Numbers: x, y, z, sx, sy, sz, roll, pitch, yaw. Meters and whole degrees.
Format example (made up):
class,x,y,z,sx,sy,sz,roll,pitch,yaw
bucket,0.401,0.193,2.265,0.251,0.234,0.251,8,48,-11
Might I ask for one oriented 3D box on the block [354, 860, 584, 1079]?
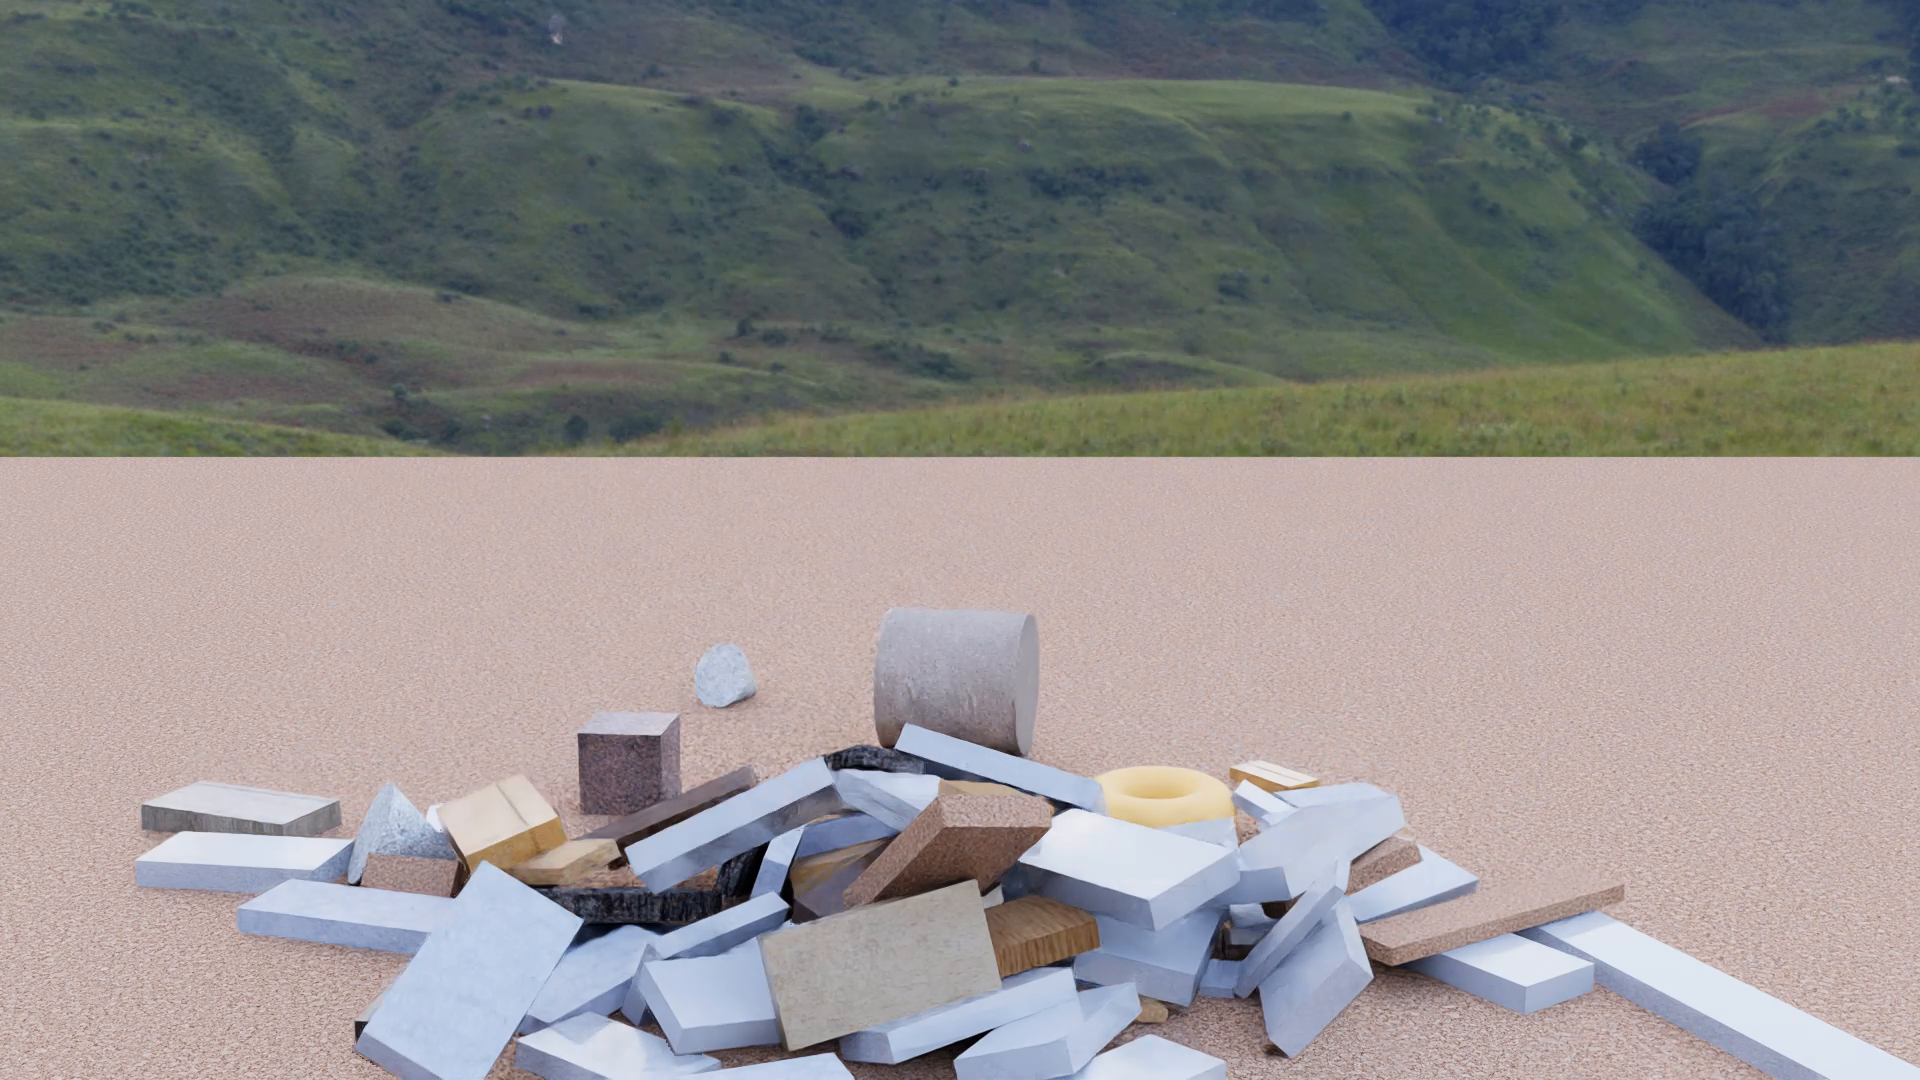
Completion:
class,x,y,z,sx,sy,sz,roll,pitch,yaw
block,-0.654,0.594,2.954,0.164,0.046,0.328,32,39,-2

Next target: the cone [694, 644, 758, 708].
class,x,y,z,sx,sy,sz,roll,pitch,yaw
cone,-0.493,0.322,4.934,0.147,0.147,0.147,7,-14,33

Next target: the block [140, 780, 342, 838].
class,x,y,z,sx,sy,sz,roll,pitch,yaw
block,-1.315,0.501,4.025,0.320,0.045,0.160,4,11,22

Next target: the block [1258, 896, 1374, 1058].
class,x,y,z,sx,sy,sz,roll,pitch,yaw
block,0.502,0.609,3.155,0.045,0.160,0.320,42,10,-4

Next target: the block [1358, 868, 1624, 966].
class,x,y,z,sx,sy,sz,roll,pitch,yaw
block,0.820,0.580,3.409,0.517,0.028,0.098,-7,12,-34

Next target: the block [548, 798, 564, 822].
class,x,y,z,sx,sy,sz,roll,pitch,yaw
block,-0.765,0.491,3.782,0.163,0.023,0.081,-19,7,-6

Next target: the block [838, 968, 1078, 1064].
class,x,y,z,sx,sy,sz,roll,pitch,yaw
block,-0.003,0.652,3.026,0.299,0.042,0.149,-12,-3,-31

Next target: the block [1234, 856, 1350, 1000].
class,x,y,z,sx,sy,sz,roll,pitch,yaw
block,0.479,0.561,3.176,0.020,0.254,0.070,33,31,-3

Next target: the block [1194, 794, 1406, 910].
class,x,y,z,sx,sy,sz,roll,pitch,yaw
block,0.529,0.486,3.441,0.179,0.051,0.358,-15,3,41

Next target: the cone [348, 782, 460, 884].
class,x,y,z,sx,sy,sz,roll,pitch,yaw
cone,-0.923,0.531,3.766,0.182,0.182,0.182,25,0,-23

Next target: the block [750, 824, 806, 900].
class,x,y,z,sx,sy,sz,roll,pitch,yaw
block,-0.296,0.538,3.478,0.041,0.145,0.290,18,7,0

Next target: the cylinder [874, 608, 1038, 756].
class,x,y,z,sx,sy,sz,roll,pitch,yaw
cylinder,-0.004,0.289,4.504,0.288,0.288,0.288,2,11,11

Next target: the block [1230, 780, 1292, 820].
class,x,y,z,sx,sy,sz,roll,pitch,yaw
block,0.568,0.492,3.944,0.165,0.023,0.082,30,19,13

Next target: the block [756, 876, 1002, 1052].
class,x,y,z,sx,sy,sz,roll,pitch,yaw
block,-0.108,0.575,2.994,0.307,0.153,0.043,-13,0,-17

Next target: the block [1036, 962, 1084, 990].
class,x,y,z,sx,sy,sz,roll,pitch,yaw
block,0.123,0.637,3.194,0.135,0.019,0.068,40,31,28

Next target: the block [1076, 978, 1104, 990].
class,x,y,z,sx,sy,sz,roll,pitch,yaw
block,0.221,0.654,3.269,0.068,0.019,0.135,6,12,29

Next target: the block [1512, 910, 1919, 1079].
class,x,y,z,sx,sy,sz,roll,pitch,yaw
block,1.076,0.665,3.162,0.133,0.038,0.842,-4,11,-23

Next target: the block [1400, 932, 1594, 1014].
class,x,y,z,sx,sy,sz,roll,pitch,yaw
block,0.785,0.632,3.326,0.152,0.043,0.304,-8,13,-35

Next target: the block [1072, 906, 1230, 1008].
class,x,y,z,sx,sy,sz,roll,pitch,yaw
block,0.299,0.588,3.336,0.174,0.049,0.392,12,14,13

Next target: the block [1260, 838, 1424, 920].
class,x,y,z,sx,sy,sz,roll,pitch,yaw
block,0.590,0.527,3.416,0.233,0.033,0.117,-22,0,-13

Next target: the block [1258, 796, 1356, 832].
class,x,y,z,sx,sy,sz,roll,pitch,yaw
block,0.611,0.482,3.697,0.196,0.028,0.098,-8,26,-30

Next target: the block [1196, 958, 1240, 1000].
class,x,y,z,sx,sy,sz,roll,pitch,yaw
block,0.390,0.654,3.279,0.056,0.016,0.112,3,11,15

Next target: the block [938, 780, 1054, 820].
class,x,y,z,sx,sy,sz,roll,pitch,yaw
block,0.050,0.386,3.238,0.104,0.029,0.207,7,0,-20

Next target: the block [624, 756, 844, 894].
class,x,y,z,sx,sy,sz,roll,pitch,yaw
block,-0.322,0.414,3.180,0.307,0.043,0.153,-25,-18,-6

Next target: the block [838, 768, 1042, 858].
class,x,y,z,sx,sy,sz,roll,pitch,yaw
block,-0.039,0.413,3.359,0.164,0.046,0.487,7,0,-19

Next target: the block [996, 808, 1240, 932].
class,x,y,z,sx,sy,sz,roll,pitch,yaw
block,0.224,0.481,3.242,0.174,0.049,0.348,-23,19,-35

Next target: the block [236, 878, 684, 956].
class,x,y,z,sx,sy,sz,roll,pitch,yaw
block,-0.751,0.612,3.436,0.783,0.041,0.145,3,11,18

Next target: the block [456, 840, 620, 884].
class,x,y,z,sx,sy,sz,roll,pitch,yaw
block,-0.707,0.526,3.594,0.103,0.029,0.409,-26,11,-40

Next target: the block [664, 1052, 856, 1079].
class,x,y,z,sx,sy,sz,roll,pitch,yaw
block,-0.261,0.699,2.737,0.260,0.037,0.130,-4,11,-21

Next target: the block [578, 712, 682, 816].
class,x,y,z,sx,sy,sz,roll,pitch,yaw
block,-0.622,0.421,4.150,0.156,0.156,0.156,1,11,5

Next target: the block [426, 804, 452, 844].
class,x,y,z,sx,sy,sz,roll,pitch,yaw
block,-0.930,0.517,4.000,0.081,0.023,0.163,-1,11,-8

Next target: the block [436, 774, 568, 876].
class,x,y,z,sx,sy,sz,roll,pitch,yaw
block,-0.771,0.477,3.684,0.160,0.045,0.320,-22,15,-18

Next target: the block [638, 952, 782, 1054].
class,x,y,z,sx,sy,sz,roll,pitch,yaw
block,-0.271,0.633,3.046,0.311,0.042,0.149,1,25,-31
